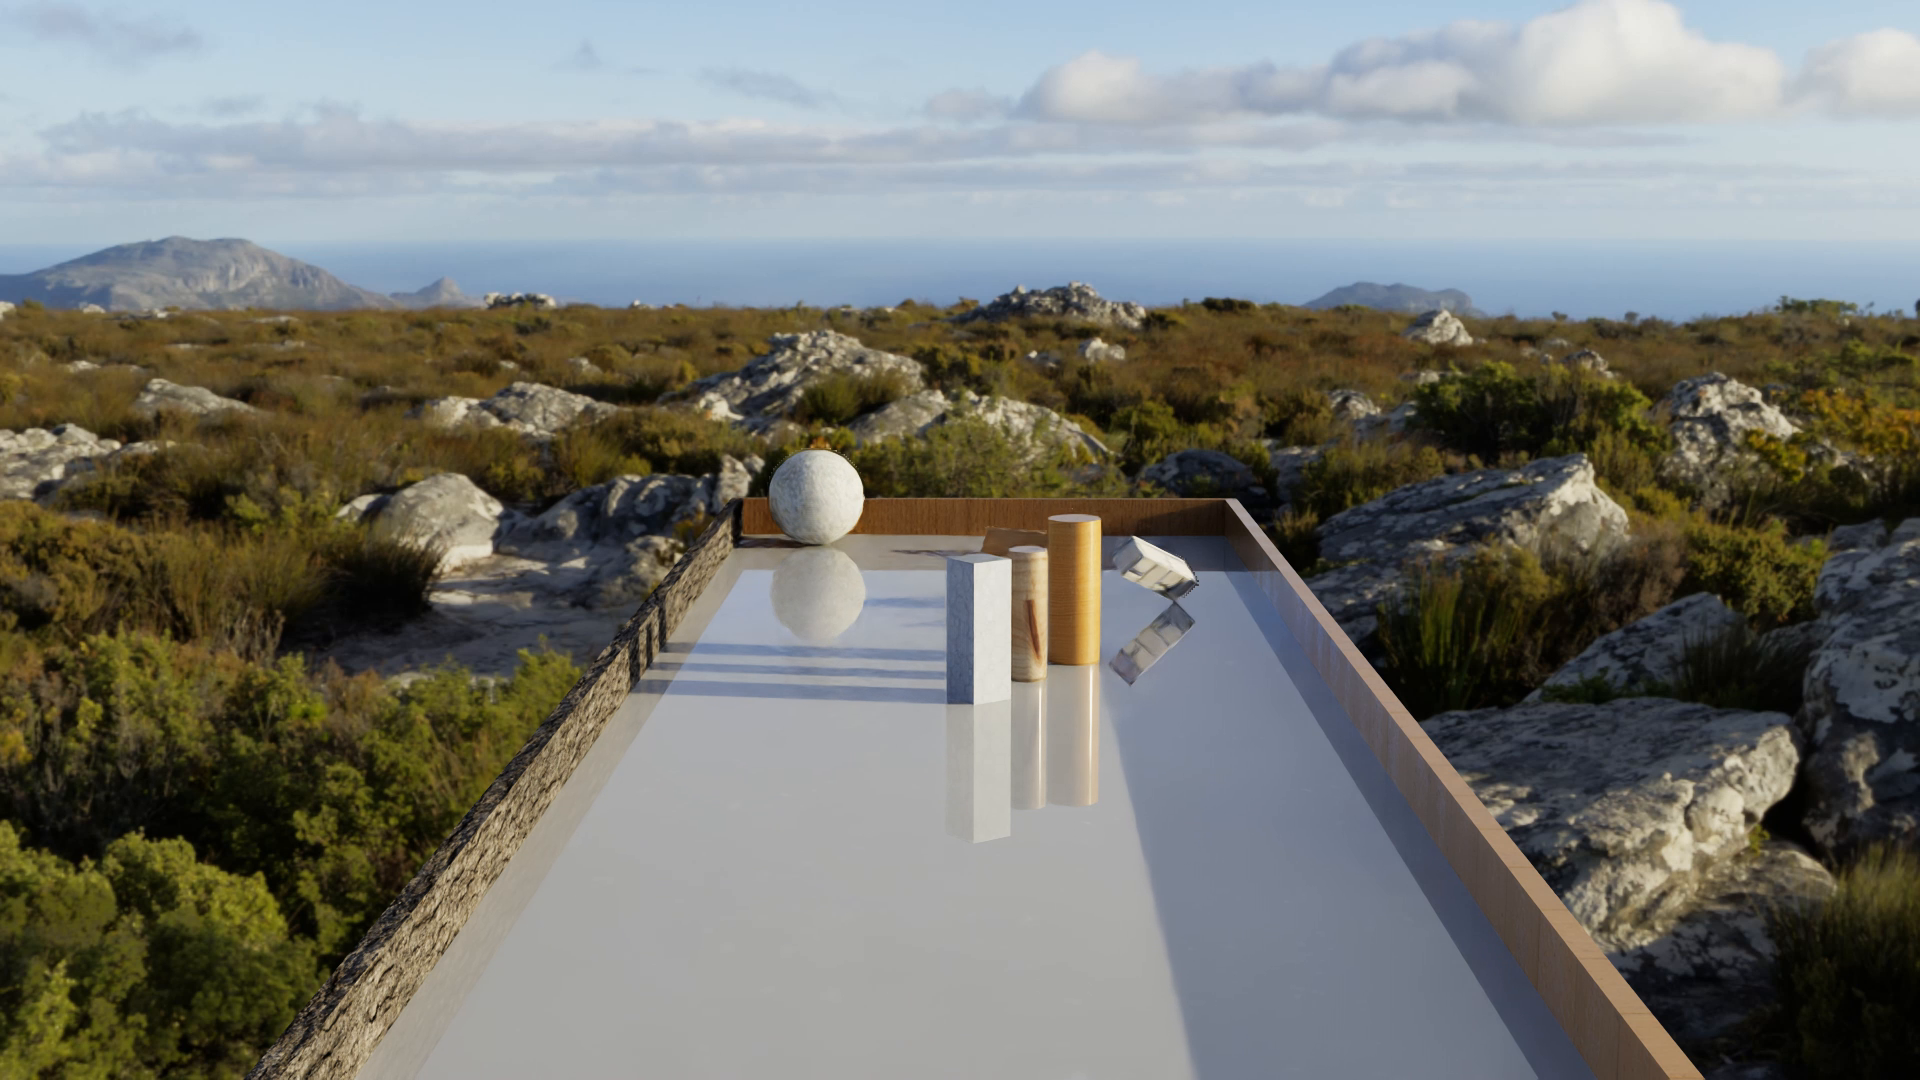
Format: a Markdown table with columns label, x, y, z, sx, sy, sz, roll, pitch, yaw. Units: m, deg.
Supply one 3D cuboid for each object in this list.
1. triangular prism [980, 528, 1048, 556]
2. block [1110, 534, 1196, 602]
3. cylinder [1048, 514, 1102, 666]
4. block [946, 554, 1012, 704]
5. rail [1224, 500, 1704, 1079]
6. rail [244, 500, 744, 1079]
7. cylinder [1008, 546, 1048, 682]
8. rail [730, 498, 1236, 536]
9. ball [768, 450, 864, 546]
| label | x | y | z | sx | sy | sz | roll | pitch | yaw |
| --- | --- | --- | --- | --- | --- | --- | --- | --- | --- |
| triangular prism | 0.254 | 0.014 | 8.590 | 0.342 | 0.098 | 0.113 | 6 | 11 | 33 |
| block | 0.665 | 0.098 | 7.554 | 0.320 | 0.105 | 0.105 | 24 | 31 | -46 |
| cylinder | 0.346 | 0.150 | 6.664 | 0.160 | 0.437 | 0.160 | 0 | 9 | 0 |
| block | 0.052 | 0.248 | 6.171 | 0.129 | 0.399 | 0.129 | -7 | 11 | -36 |
| rail | 1.046 | 0.843 | 3.208 | 0.050 | 0.150 | 12.000 | 0 | 9 | 1 |
| rail | -1.004 | 0.839 | 3.234 | 0.050 | 0.150 | 12.000 | 0 | 9 | 1 |
| cylinder | 0.197 | 0.216 | 6.421 | 0.116 | 0.383 | 0.116 | 0 | 9 | 0 |
| rail | 0.099 | -0.098 | 9.147 | 2.100 | 0.150 | 0.050 | 0 | 9 | 1 |
| ball | -0.579 | -0.172 | 8.858 | 0.387 | 0.387 | 0.387 | 0 | 9 | 0 |
